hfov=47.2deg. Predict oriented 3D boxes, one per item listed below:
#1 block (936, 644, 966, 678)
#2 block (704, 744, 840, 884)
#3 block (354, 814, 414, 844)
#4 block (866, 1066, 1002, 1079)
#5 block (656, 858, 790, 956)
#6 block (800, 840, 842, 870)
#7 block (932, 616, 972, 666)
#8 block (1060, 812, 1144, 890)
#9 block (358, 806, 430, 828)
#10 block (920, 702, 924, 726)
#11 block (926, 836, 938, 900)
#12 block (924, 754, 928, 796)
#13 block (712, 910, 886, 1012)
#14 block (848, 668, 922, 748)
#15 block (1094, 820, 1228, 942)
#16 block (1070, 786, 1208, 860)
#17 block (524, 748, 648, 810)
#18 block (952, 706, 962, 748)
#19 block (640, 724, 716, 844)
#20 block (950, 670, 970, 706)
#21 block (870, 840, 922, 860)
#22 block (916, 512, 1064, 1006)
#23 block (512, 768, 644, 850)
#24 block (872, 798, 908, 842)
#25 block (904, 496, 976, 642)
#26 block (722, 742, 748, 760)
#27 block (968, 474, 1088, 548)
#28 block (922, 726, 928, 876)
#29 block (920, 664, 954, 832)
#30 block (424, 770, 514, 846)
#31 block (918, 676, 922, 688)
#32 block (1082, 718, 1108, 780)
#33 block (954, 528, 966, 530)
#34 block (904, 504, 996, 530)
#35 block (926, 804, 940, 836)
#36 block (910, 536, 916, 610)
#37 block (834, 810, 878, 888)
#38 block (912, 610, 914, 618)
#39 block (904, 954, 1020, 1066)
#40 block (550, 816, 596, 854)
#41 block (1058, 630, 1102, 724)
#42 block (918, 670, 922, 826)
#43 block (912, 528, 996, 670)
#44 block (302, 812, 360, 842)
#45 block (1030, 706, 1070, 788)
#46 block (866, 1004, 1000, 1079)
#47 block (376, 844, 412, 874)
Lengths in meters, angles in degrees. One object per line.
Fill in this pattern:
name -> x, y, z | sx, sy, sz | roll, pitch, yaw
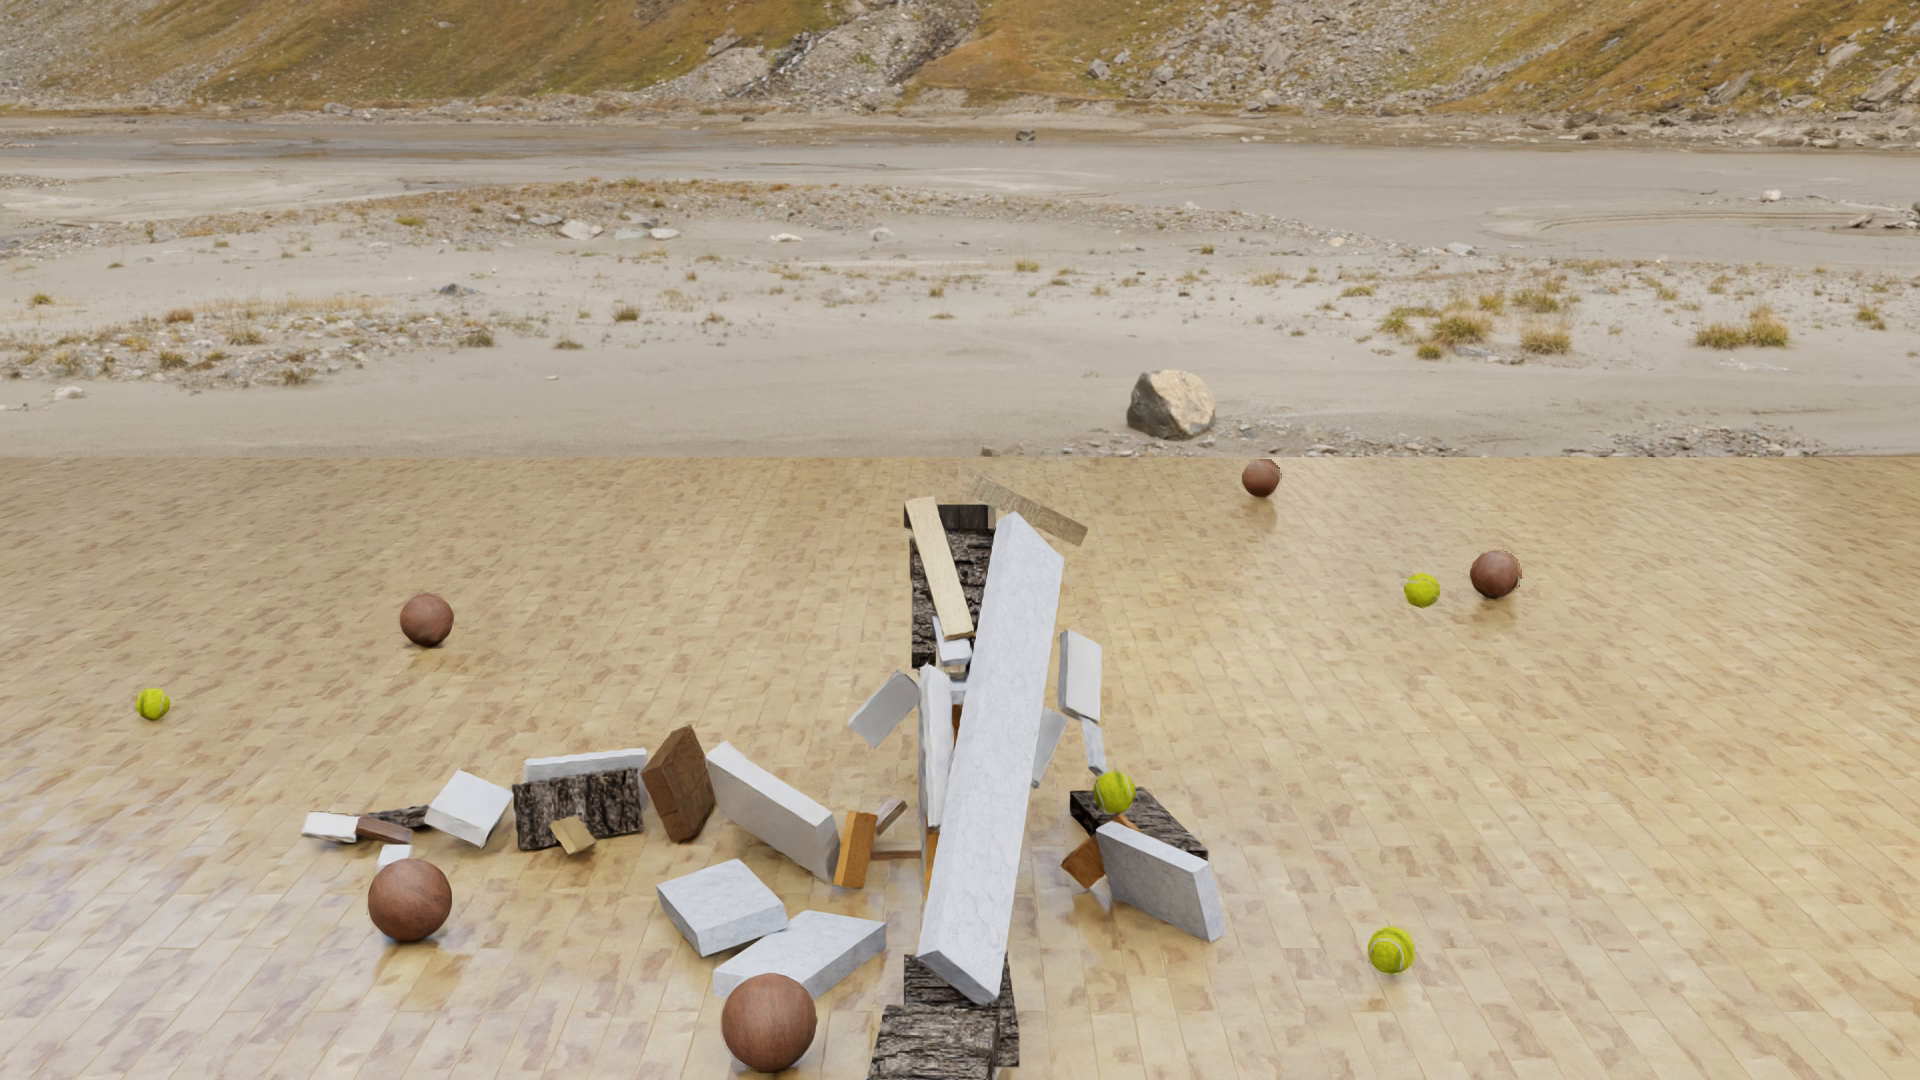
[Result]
block -> -0.014, 0.173, 3.382 | 0.048, 0.014, 0.095 | 1, 43, 0
block -> -0.315, 0.463, 3.736 | 0.279, 0.139, 0.040 | 26, 51, 36
block -> -1.016, 0.515, 3.879 | 0.096, 0.014, 0.048 | 19, 17, -13
block -> -0.029, 0.704, 2.938 | 0.148, 0.042, 0.297 | 2, 11, 12
block -> -0.380, 0.579, 3.489 | 0.142, 0.040, 0.283 | -17, 12, -18
block -> -0.235, 0.549, 3.843 | 0.061, 0.017, 0.122 | 2, 11, 12
block -> -0.012, 0.153, 3.384 | 0.048, 0.014, 0.095 | -6, 44, -7
block -> 0.238, 0.518, 3.665 | 0.061, 0.140, 0.017 | 43, 23, -8
block -> -1.043, 0.510, 3.990 | 0.175, 0.025, 0.088 | -6, 1, -28
block -> 0.003, 0.268, 3.812 | 0.135, 0.038, 0.271 | 0, 11, 0
block -> 0.001, 0.541, 3.357 | 0.104, 0.209, 0.030 | 0, 9, 0
block -> -0.006, 0.306, 3.505 | 0.101, 0.202, 0.029 | 0, 13, 0
block -> -0.239, 0.633, 3.326 | 0.142, 0.040, 0.283 | 5, 12, 24
block -> -0.122, 0.281, 3.677 | 0.062, 0.124, 0.018 | 44, 0, -15
block -> 0.321, 0.547, 3.538 | 0.036, 0.127, 0.255 | -26, 22, -28
block -> 0.314, 0.520, 3.938 | 0.142, 0.040, 0.379 | -2, 11, -12
block -> -0.694, 0.455, 4.084 | 0.224, 0.112, 0.032 | -4, 17, -21
block -> 0.002, 0.323, 3.345 | 0.081, 0.162, 0.023 | -2, 8, -3
block -> -0.513, 0.446, 4.051 | 0.040, 0.140, 0.279 | -22, 8, 8
block -> -0.006, 0.223, 3.380 | 0.081, 0.023, 0.162 | -1, 10, 2
block -> -0.123, 0.545, 3.867 | 0.114, 0.016, 0.057 | -1, 11, -3
block -> 0.056, 0.292, 3.238 | 0.036, 0.127, 0.846 | -28, 33, 32
block -> -0.684, 0.480, 3.943 | 0.224, 0.112, 0.032 | -6, 0, -30
block -> -0.147, 0.498, 3.862 | 0.114, 0.016, 0.057 | -42, 19, -24
block -> -0.033, 0.042, 3.480 | 0.048, 0.014, 0.314 | -11, 44, -6
block -> -0.361, 0.462, 3.965 | 0.040, 0.140, 0.290 | -36, 20, -13
block -> 0.116, -0.047, 3.663 | 0.127, 0.036, 0.255 | 26, 2, 21
block -> 0.003, 0.437, 3.752 | 0.135, 0.271, 0.038 | 0, 11, 0
block -> -0.030, 0.304, 3.193 | 0.048, 0.280, 0.014 | 31, -51, -34
block -> -0.878, 0.479, 3.941 | 0.112, 0.032, 0.224 | 24, 10, -4
block -> -0.039, 0.246, 3.779 | 0.062, 0.018, 0.124 | 1, 11, 3
block -> 0.228, 0.354, 3.727 | 0.014, 0.095, 0.048 | -23, -41, 21
block -> -0.023, 0.179, 4.427 | 0.088, 0.025, 0.844 | -2, -27, -2
block -> -0.014, -0.040, 3.731 | 0.137, 0.039, 0.274 | 1, 1, 3
block -> 0.001, 0.410, 3.407 | 0.104, 0.030, 0.209 | 0, 10, 0
block -> -0.012, 0.076, 3.695 | 0.137, 0.039, 0.274 | -1, 29, -3
block -> -0.174, 0.518, 3.682 | 0.018, 0.124, 0.062 | 8, -5, 35
block -> -0.007, 0.164, 4.120 | 0.156, 0.044, 0.312 | -1, 11, -3
block -> -0.001, 0.645, 3.029 | 0.149, 0.042, 0.297 | 0, 11, -2
block -> -0.676, 0.515, 3.843 | 0.017, 0.061, 0.122 | -38, -7, 4
block -> 0.210, 0.240, 3.839 | 0.078, 0.157, 0.022 | 27, -41, -30
block -> 0.003, 0.365, 4.021 | 0.156, 0.312, 0.044 | 0, 7, 0
block -> -0.005, 0.092, 3.514 | 0.137, 0.039, 0.289 | 1, 41, 0
block -> -1.109, 0.508, 3.890 | 0.096, 0.014, 0.048 | 6, 41, 1
block -> 0.129, 0.361, 3.894 | 0.078, 0.022, 0.157 | 24, 49, 6
block -> -0.043, 0.696, 2.744 | 0.149, 0.042, 0.297 | 2, 28, 8
block -> -0.980, 0.552, 3.812 | 0.048, 0.014, 0.096 | 3, 13, -8
